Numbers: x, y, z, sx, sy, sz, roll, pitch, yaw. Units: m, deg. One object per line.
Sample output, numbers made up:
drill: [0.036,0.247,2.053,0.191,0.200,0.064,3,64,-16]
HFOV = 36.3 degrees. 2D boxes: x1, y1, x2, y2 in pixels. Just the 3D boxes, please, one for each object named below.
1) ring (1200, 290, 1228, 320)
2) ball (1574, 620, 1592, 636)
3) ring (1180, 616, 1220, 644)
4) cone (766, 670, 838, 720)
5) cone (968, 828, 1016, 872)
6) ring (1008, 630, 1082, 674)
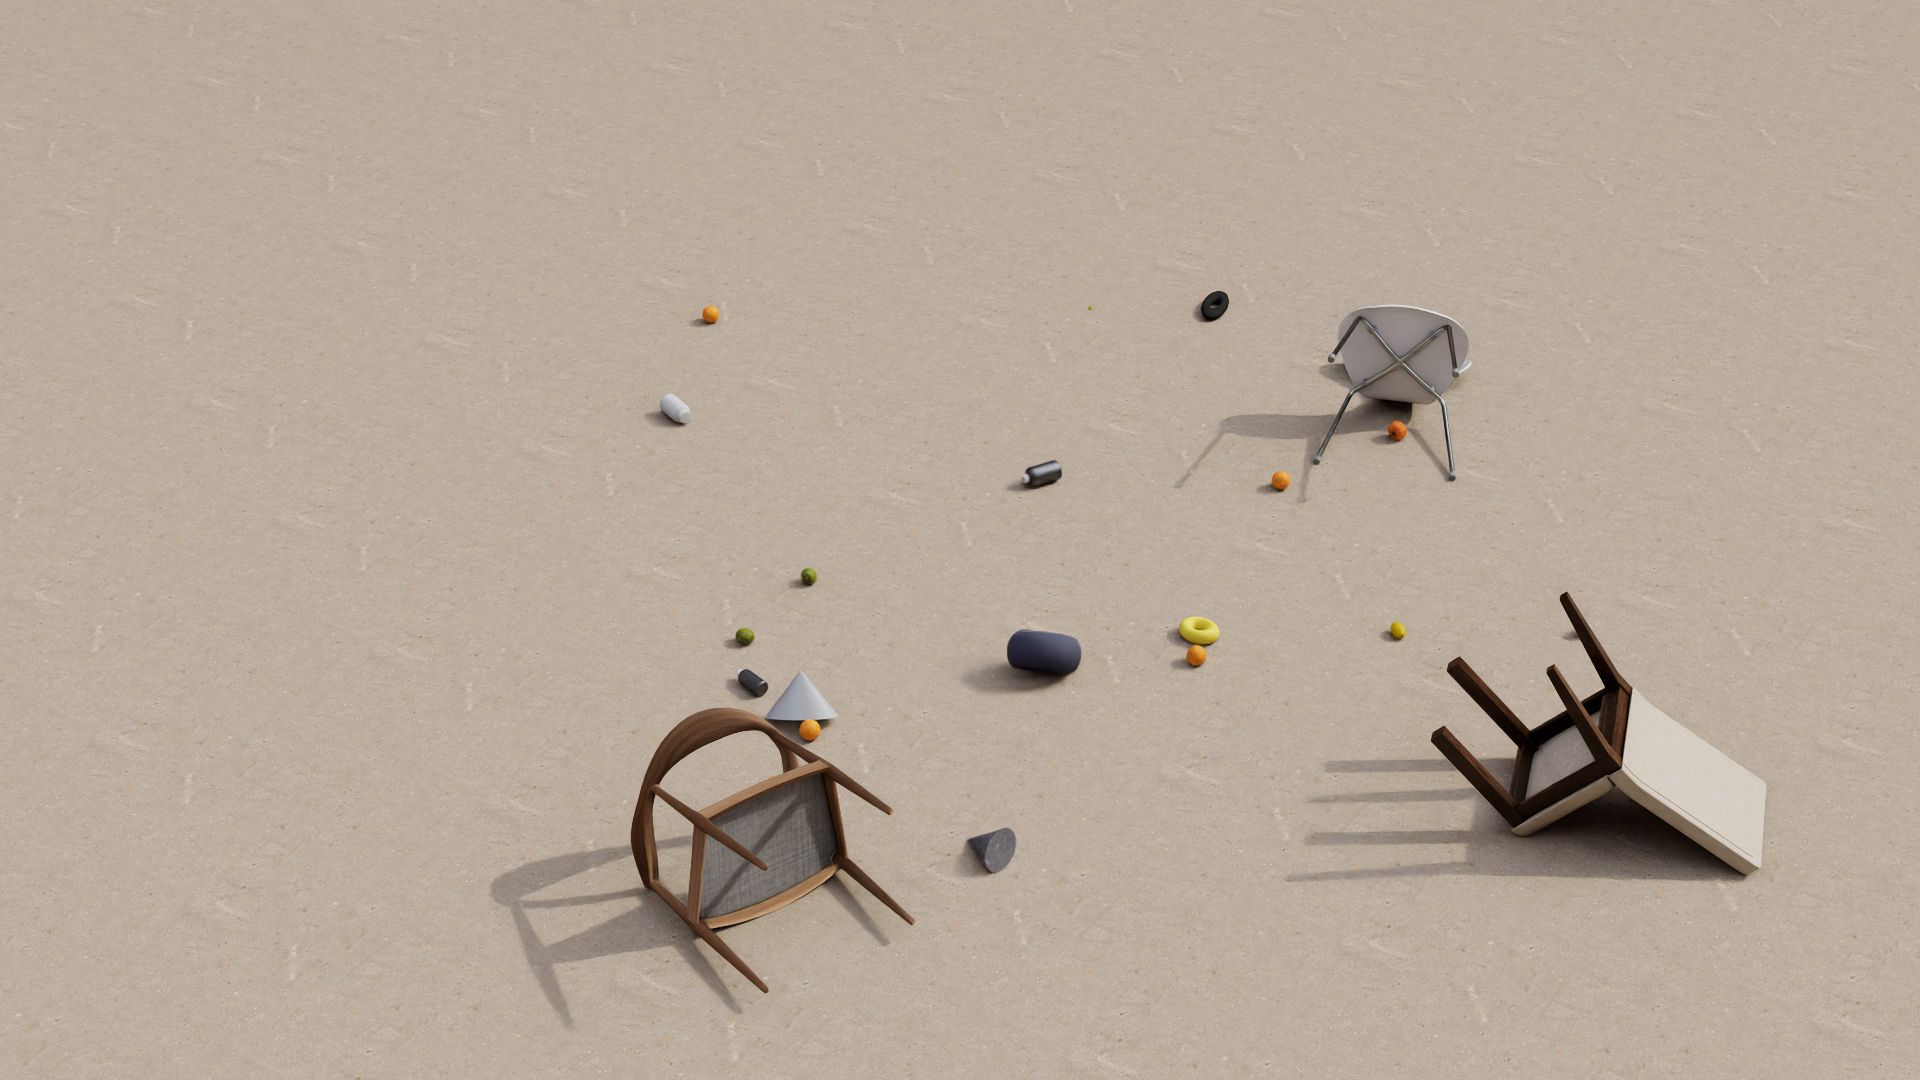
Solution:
ring: [1.080,-0.994,12.418,0.109,0.040,0.236,11,34,14]
ball: [2.214,0.314,10.417,0.057,0.057,0.057,0,33,0]
ring: [0.849,0.322,10.408,0.150,0.054,0.117,18,39,26]
cone: [-0.540,0.520,9.972,0.251,0.162,0.129,-1,8,2]
cone: [0.076,0.977,9.406,0.179,0.114,0.149,11,71,53]
ring: [0.292,0.389,10.185,0.261,0.129,0.192,7,-7,-5]
